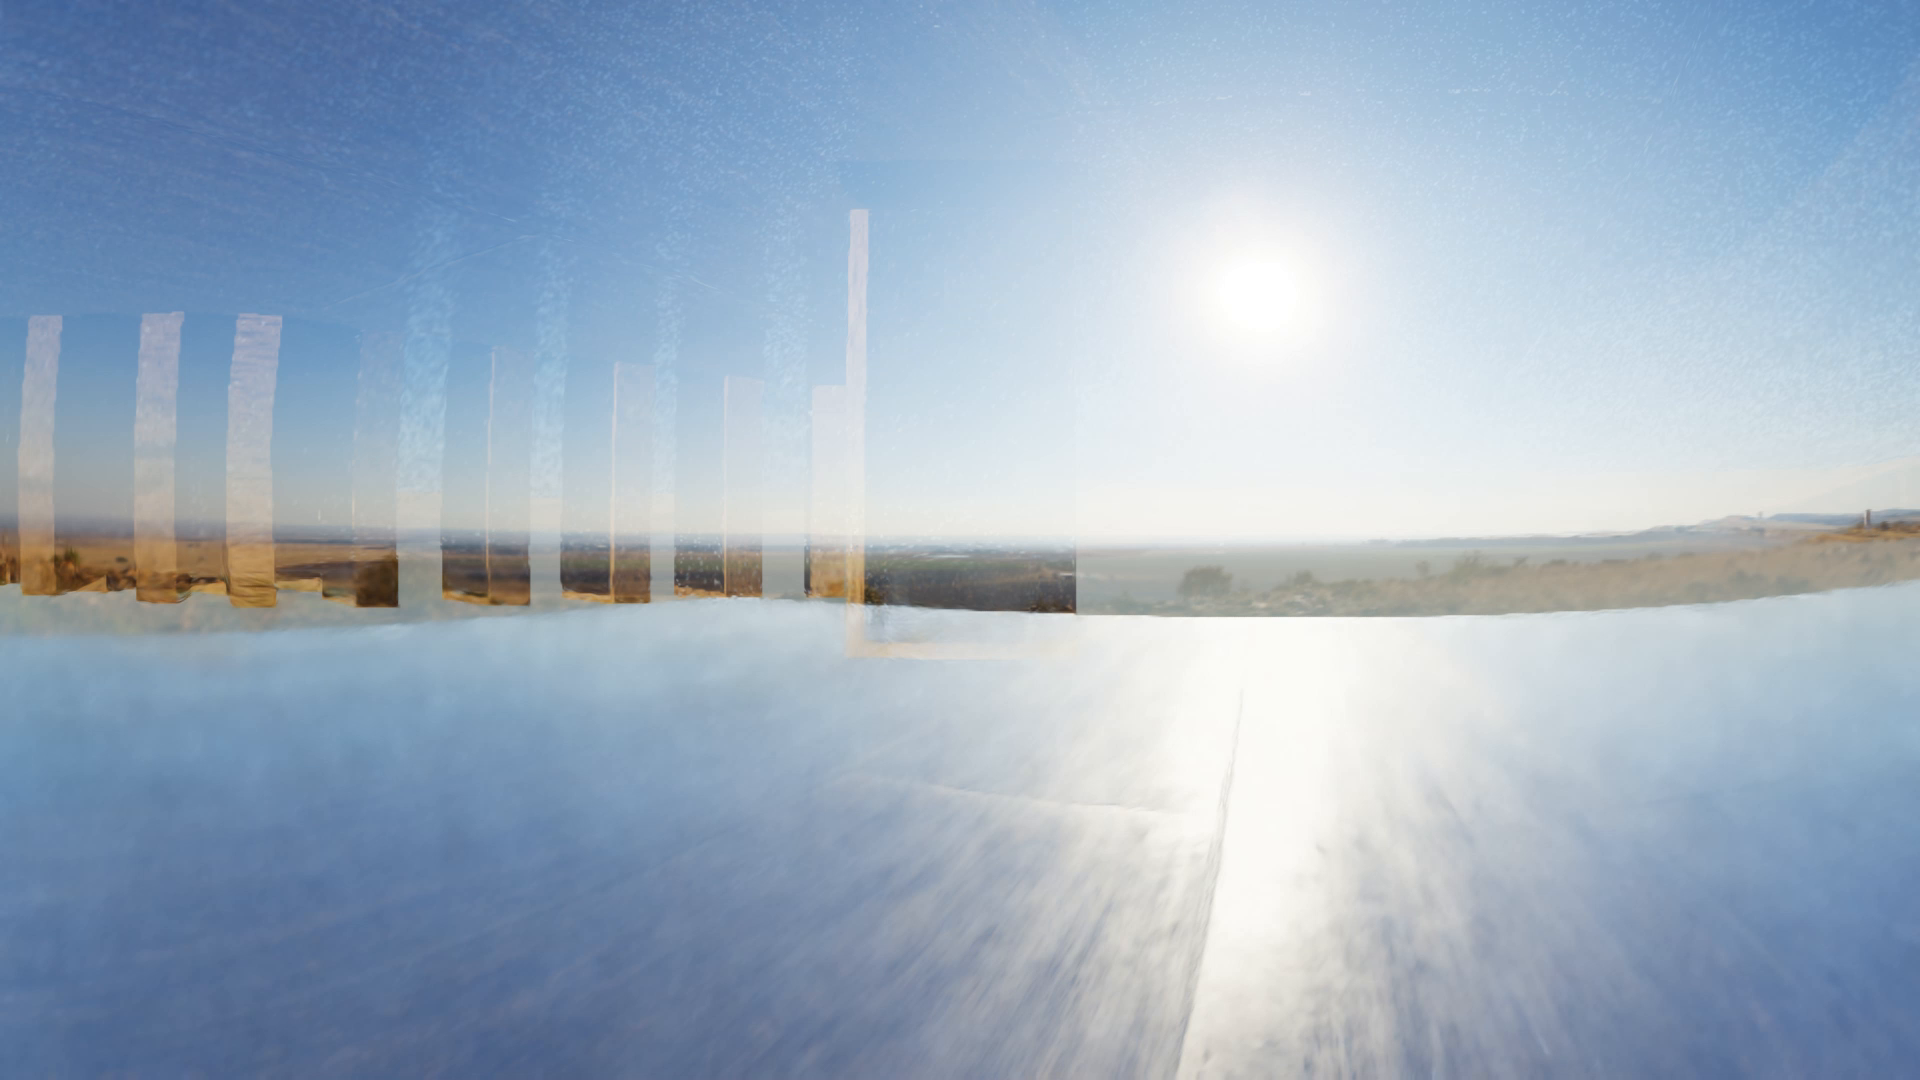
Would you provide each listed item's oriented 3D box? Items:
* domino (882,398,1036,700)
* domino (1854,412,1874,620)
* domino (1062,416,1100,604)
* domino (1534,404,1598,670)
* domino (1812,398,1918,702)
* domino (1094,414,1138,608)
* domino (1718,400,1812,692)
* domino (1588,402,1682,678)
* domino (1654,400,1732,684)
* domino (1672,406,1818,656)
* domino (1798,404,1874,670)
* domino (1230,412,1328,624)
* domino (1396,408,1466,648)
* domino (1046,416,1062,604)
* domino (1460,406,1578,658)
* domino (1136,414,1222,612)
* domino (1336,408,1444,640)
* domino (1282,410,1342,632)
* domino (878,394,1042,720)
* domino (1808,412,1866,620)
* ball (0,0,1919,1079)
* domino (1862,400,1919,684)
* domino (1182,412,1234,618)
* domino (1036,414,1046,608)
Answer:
[{"bbox_3d":[0.000,0.001,0.216,0.025,0.050,0.009,0,4,-1],"label":"domino"},{"bbox_3d":[0.225,-0.006,0.318,0.009,0.050,0.025,2,5,25],"label":"domino"},{"bbox_3d":[0.033,-0.009,0.351,0.010,0.050,0.025,0,4,6],"label":"domino"},{"bbox_3d":[0.123,-0.001,0.253,0.009,0.050,0.025,4,6,42],"label":"domino"},{"bbox_3d":[0.157,0.001,0.223,0.010,0.050,0.025,2,5,27],"label":"domino"},{"bbox_3d":[0.046,-0.008,0.344,0.010,0.050,0.025,3,5,31],"label":"domino"},{"bbox_3d":[0.145,0.000,0.231,0.009,0.050,0.025,3,5,38],"label":"domino"},{"bbox_3d":[0.128,-0.001,0.244,0.009,0.050,0.025,3,6,39],"label":"domino"},{"bbox_3d":[0.137,0.000,0.238,0.009,0.050,0.025,3,5,36],"label":"domino"},{"bbox_3d":[0.159,-0.002,0.262,0.025,0.050,0.009,-1,4,-11],"label":"domino"},{"bbox_3d":[0.165,-0.001,0.249,0.025,0.050,0.010,-2,5,-29],"label":"domino"},{"bbox_3d":[0.078,-0.006,0.312,0.025,0.050,0.009,-4,6,-40],"label":"domino"},{"bbox_3d":[0.106,-0.003,0.276,0.025,0.050,0.009,-3,5,-37],"label":"domino"},{"bbox_3d":[0.016,-0.009,0.350,0.009,0.050,0.025,-3,5,-37],"label":"domino"},{"bbox_3d":[0.115,-0.002,0.264,0.025,0.050,0.009,-3,5,-36],"label":"domino"},{"bbox_3d":[0.057,-0.008,0.334,0.009,0.050,0.025,4,6,44],"label":"domino"},{"bbox_3d":[0.097,-0.004,0.289,0.025,0.050,0.010,-3,5,-37],"label":"domino"},{"bbox_3d":[0.088,-0.005,0.300,0.025,0.050,0.009,-4,6,-39],"label":"domino"},{"bbox_3d":[0.000,0.002,0.201,0.025,0.050,0.010,0,4,0],"label":"domino"},{"bbox_3d":[0.210,-0.006,0.320,0.009,0.050,0.025,0,4,-3],"label":"domino"},{"bbox_3d":[0.000,-0.002,0.056,0.080,0.080,0.080,0,4,0],"label":"ball"},{"bbox_3d":[0.175,0.000,0.237,0.009,0.050,0.025,2,5,29],"label":"domino"},{"bbox_3d":[0.068,-0.007,0.324,0.025,0.050,0.009,-4,6,-42],"label":"domino"},{"bbox_3d":[0.009,-0.008,0.336,0.025,0.050,0.009,2,5,24],"label":"domino"}]
